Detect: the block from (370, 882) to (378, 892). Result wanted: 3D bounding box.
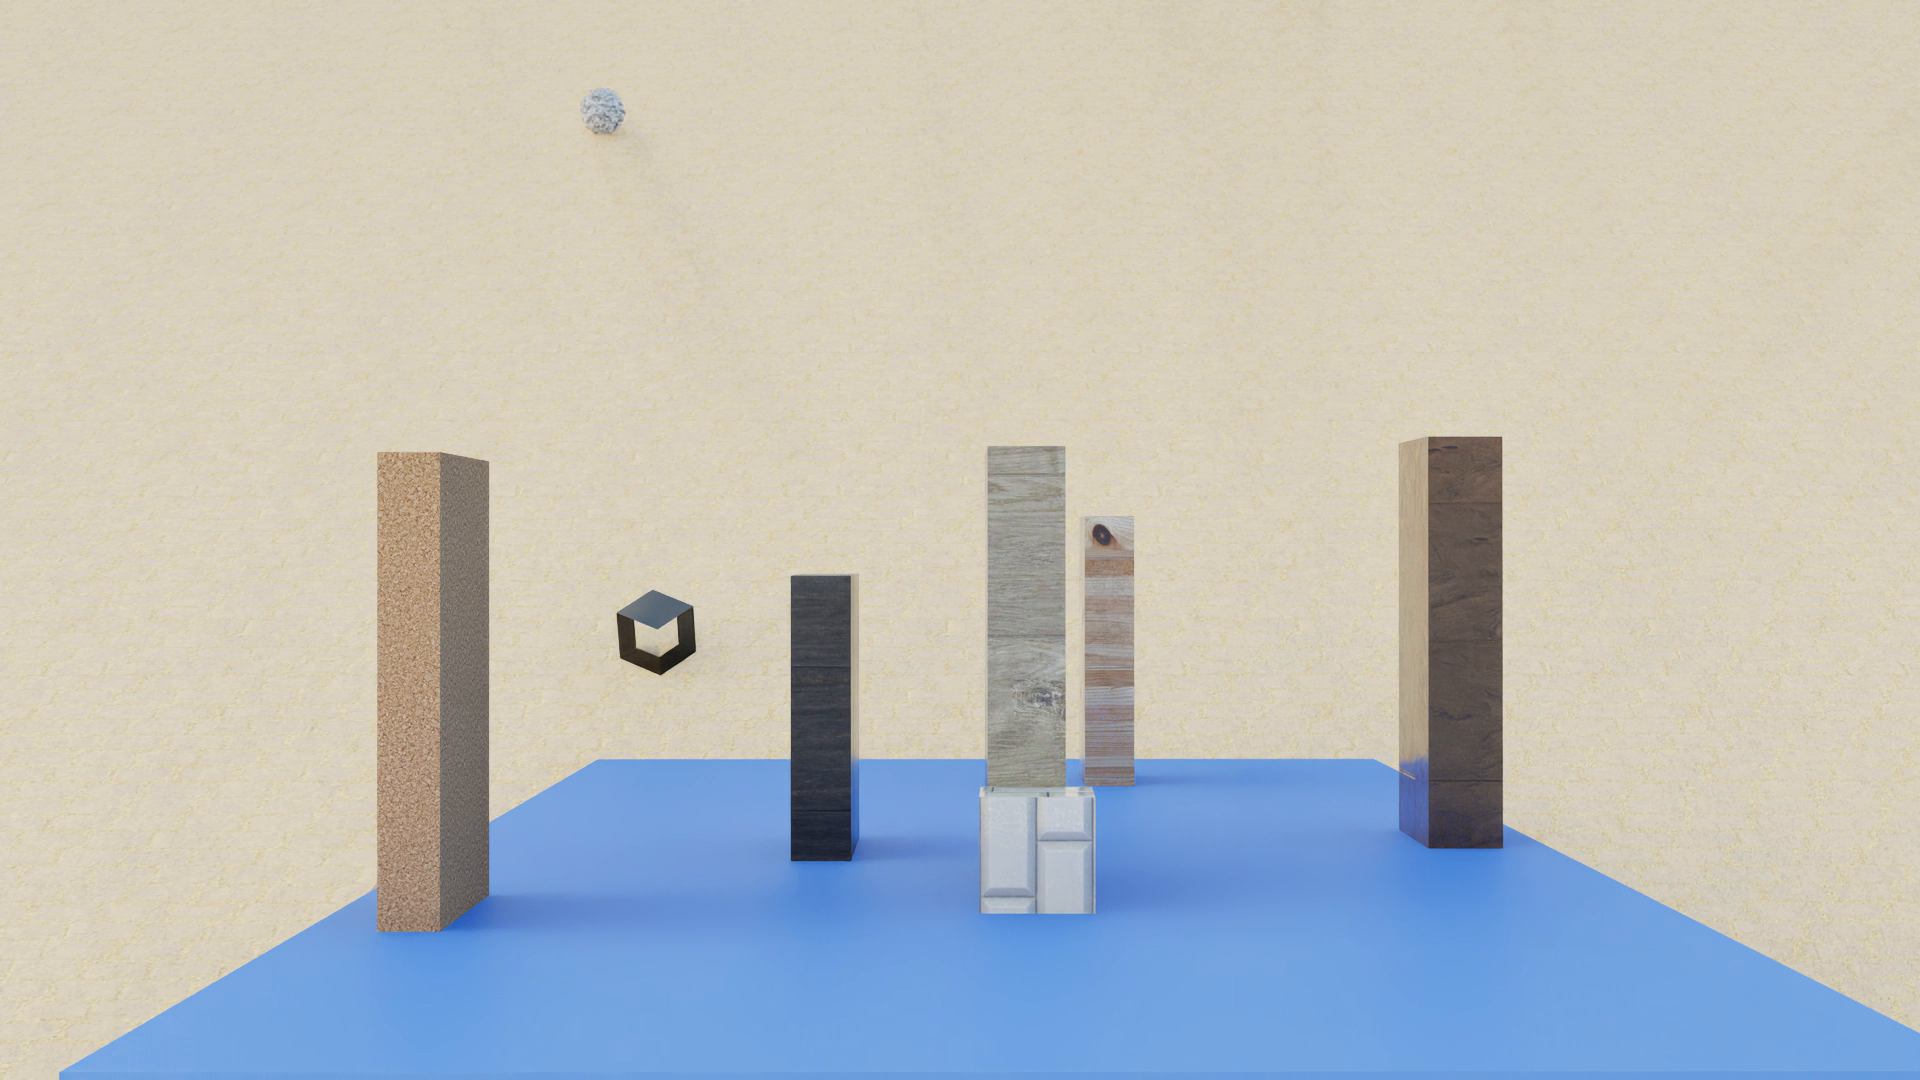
[{"bbox_3d":[-1.354,0.899,6.165,0.113,0.113,0.113,9,32,15],"label":"block"}]

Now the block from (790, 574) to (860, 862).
[{"bbox_3d":[-0.241,0.309,4.665,0.105,0.495,0.364,0,0,0],"label":"block"}]

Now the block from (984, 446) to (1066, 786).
[{"bbox_3d":[0.103,0.205,4.202,0.121,0.700,0.381,0,0,0],"label":"block"}]

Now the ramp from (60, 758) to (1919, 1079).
[{"bbox_3d":[0.068,0.607,4.673,2.000,0.100,4.000,0,0,0],"label":"ramp"}]

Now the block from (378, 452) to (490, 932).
[{"bbox_3d":[-0.780,0.215,3.852,0.089,0.678,0.385,0,0,0],"label":"block"}]

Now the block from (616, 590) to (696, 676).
[{"bbox_3d":[-0.846,0.257,7.214,0.151,0.151,0.151,20,36,30],"label":"block"}]

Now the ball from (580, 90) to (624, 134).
[{"bbox_3d":[-1.460,-1.748,10.578,0.180,0.180,0.180,0,31,0],"label":"ball"}]

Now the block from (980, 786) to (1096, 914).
[{"bbox_3d":[0.116,0.468,3.923,0.172,0.172,0.172,0,0,1],"label":"block"}]

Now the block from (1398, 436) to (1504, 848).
[{"bbox_3d":[0.912,0.185,4.826,0.135,0.743,0.312,0,0,0],"label":"block"}]

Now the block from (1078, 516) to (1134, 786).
[{"bbox_3d":[0.341,0.254,6.043,0.113,0.616,0.278,0,0,0],"label":"block"}]
